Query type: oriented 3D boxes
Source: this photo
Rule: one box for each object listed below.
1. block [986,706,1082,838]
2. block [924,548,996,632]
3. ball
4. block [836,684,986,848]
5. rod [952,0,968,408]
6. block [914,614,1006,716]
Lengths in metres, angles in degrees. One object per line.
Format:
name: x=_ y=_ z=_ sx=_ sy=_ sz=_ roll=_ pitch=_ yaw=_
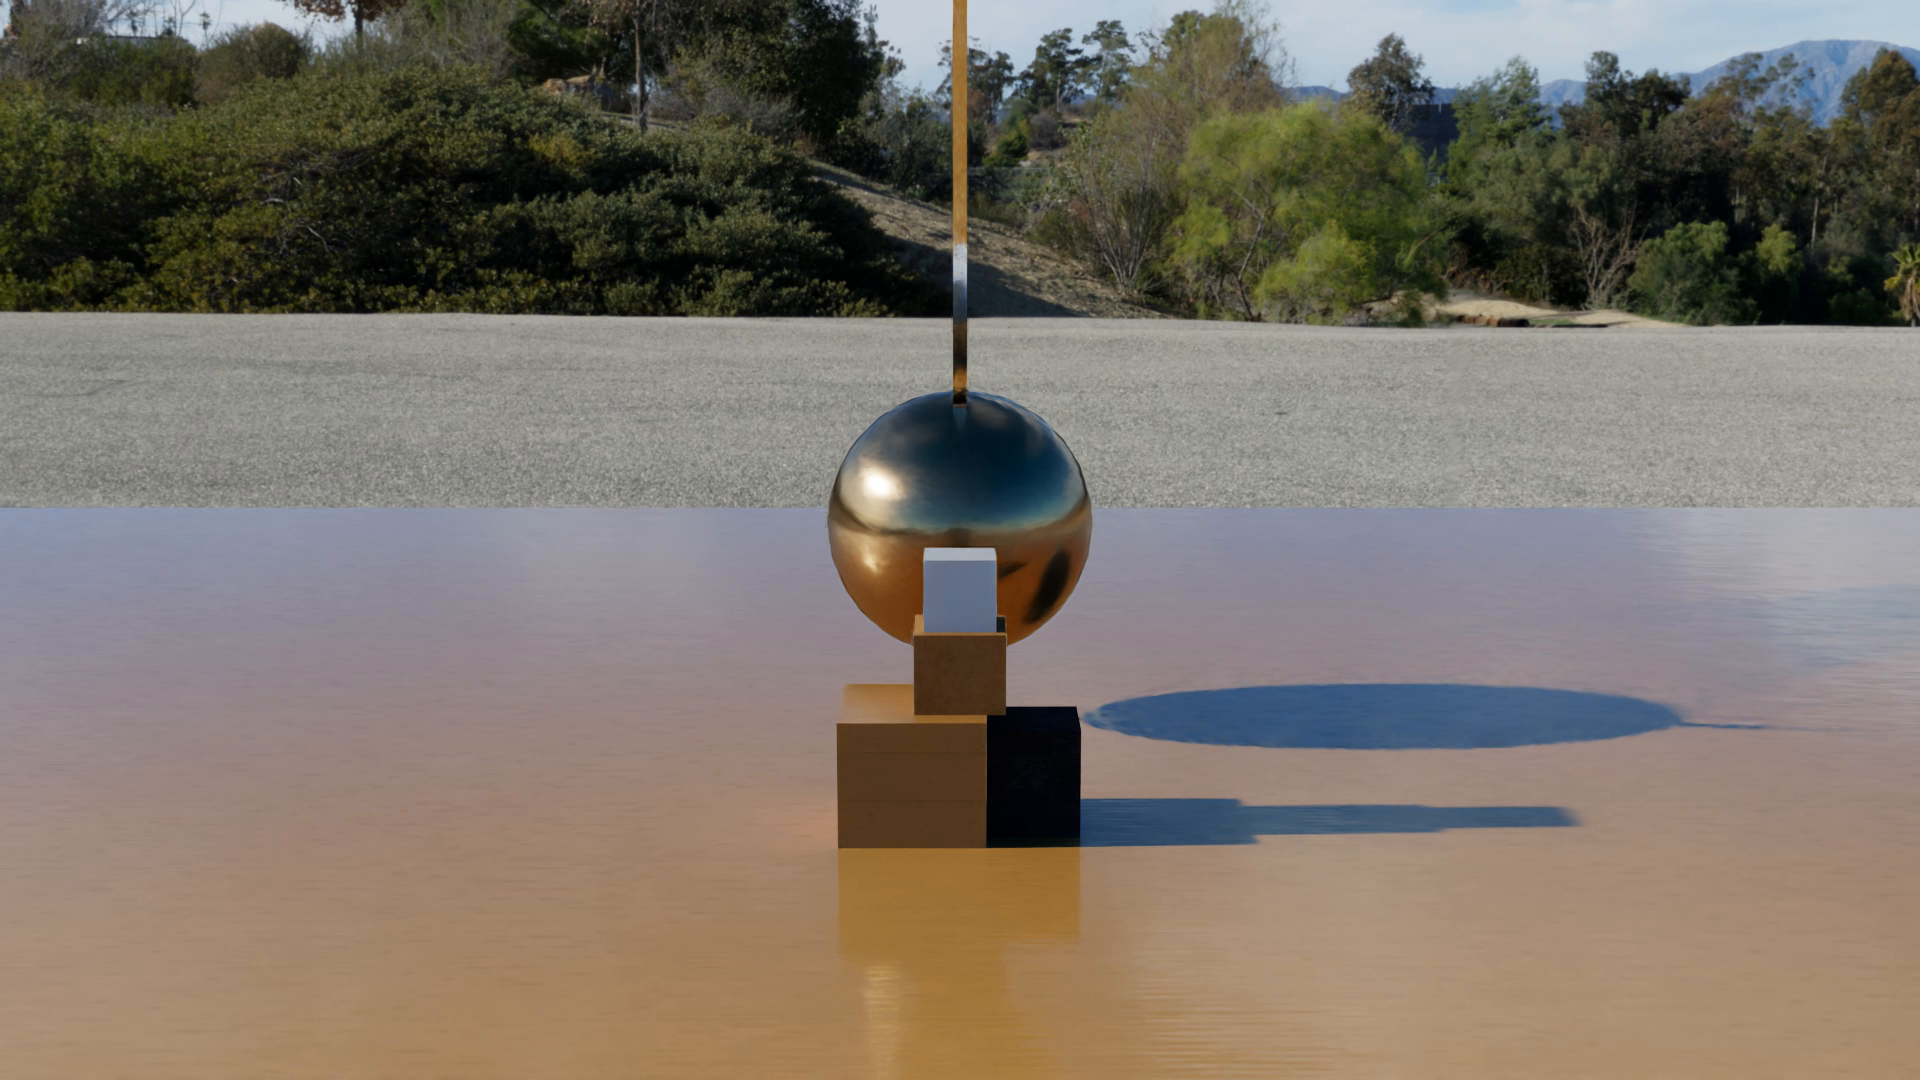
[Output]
block: x=0.377 y=1.198 z=11.411 sx=0.472 sy=0.560 sz=0.490 roll=0 pitch=10 yaw=0
block: x=0.000 y=0.253 z=11.213 sx=0.367 sy=0.370 sz=0.354 roll=0 pitch=10 yaw=0
ball: x=0.000 y=-0.104 z=13.270 sx=1.600 sy=1.600 sz=1.600 roll=0 pitch=10 yaw=0
block: x=-0.241 y=1.159 z=11.378 sx=0.745 sy=0.649 sz=0.792 roll=0 pitch=10 yaw=0
rod: x=0.000 y=-3.032 z=11.543 sx=0.080 sy=5.200 sz=0.080 roll=0 pitch=31 yaw=0
block: x=0.000 y=0.637 z=11.285 sx=0.463 sy=0.412 sz=0.483 roll=0 pitch=10 yaw=0
